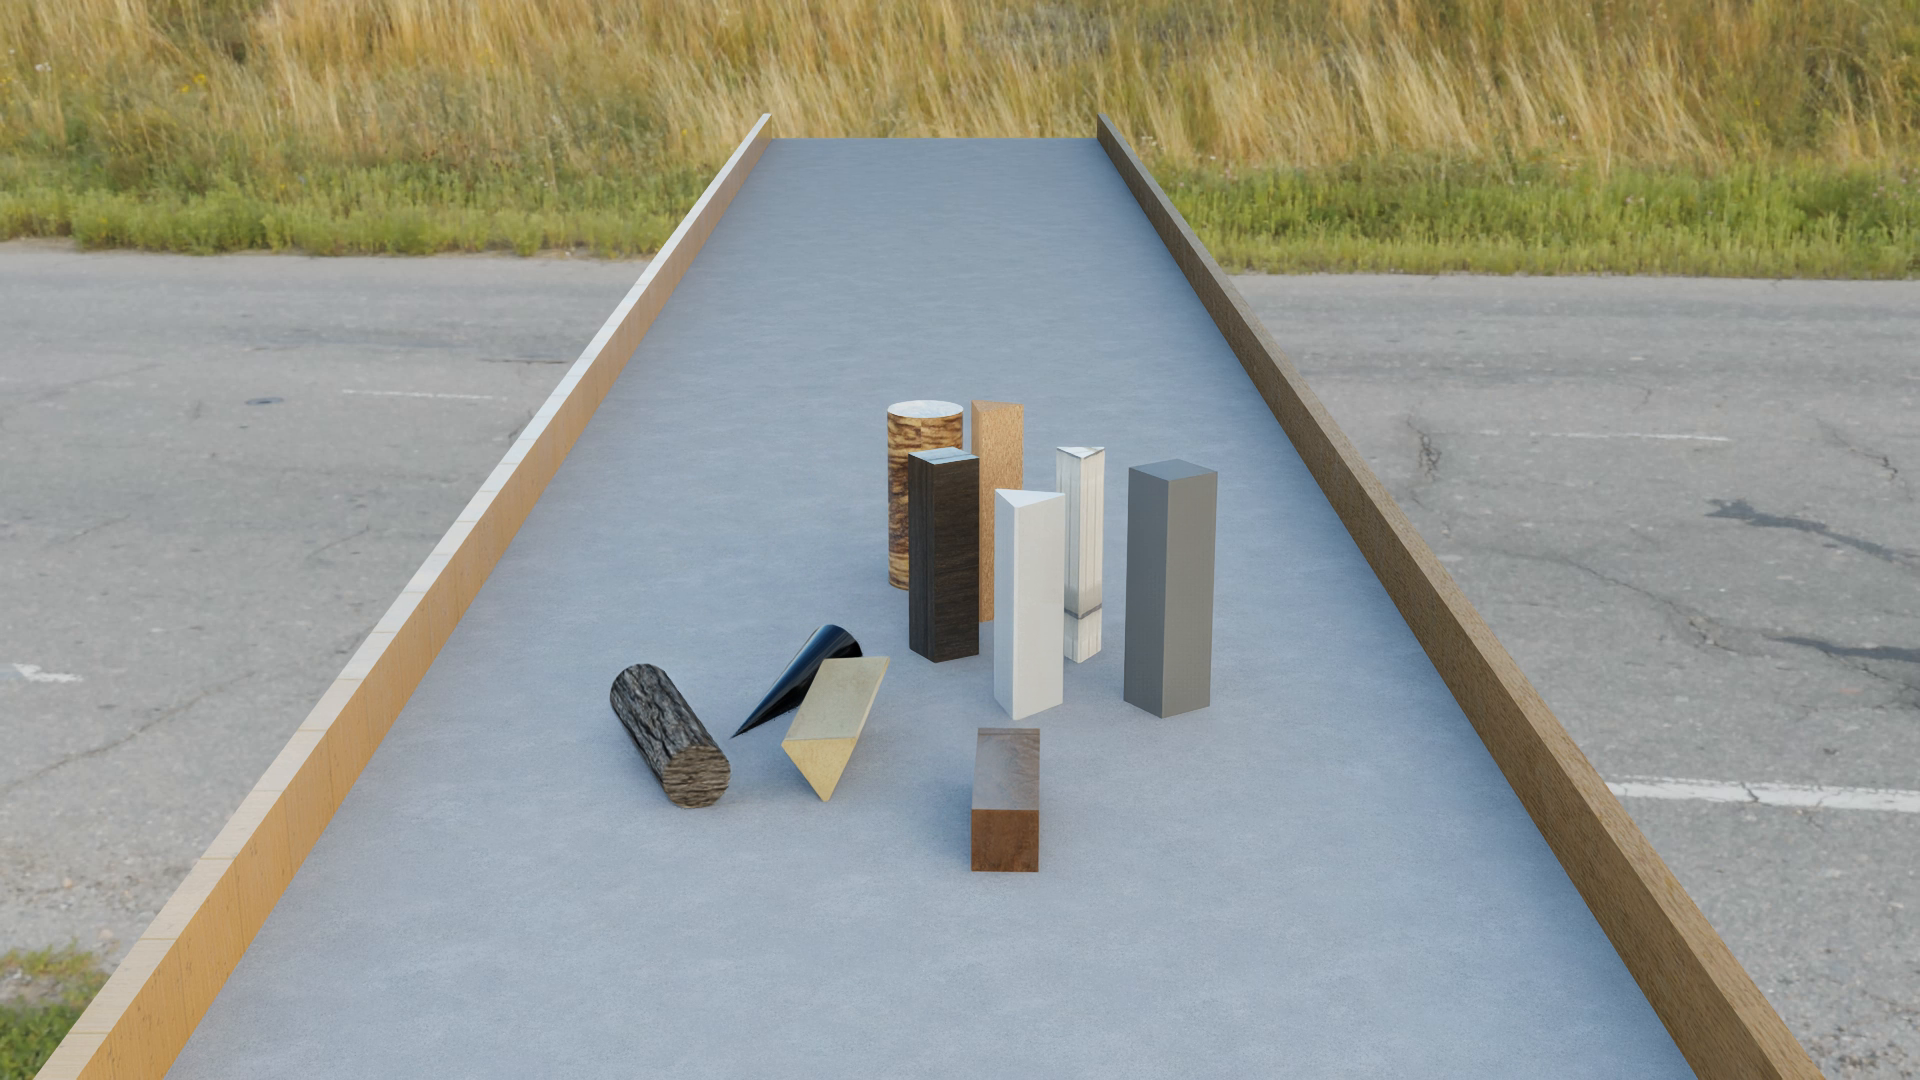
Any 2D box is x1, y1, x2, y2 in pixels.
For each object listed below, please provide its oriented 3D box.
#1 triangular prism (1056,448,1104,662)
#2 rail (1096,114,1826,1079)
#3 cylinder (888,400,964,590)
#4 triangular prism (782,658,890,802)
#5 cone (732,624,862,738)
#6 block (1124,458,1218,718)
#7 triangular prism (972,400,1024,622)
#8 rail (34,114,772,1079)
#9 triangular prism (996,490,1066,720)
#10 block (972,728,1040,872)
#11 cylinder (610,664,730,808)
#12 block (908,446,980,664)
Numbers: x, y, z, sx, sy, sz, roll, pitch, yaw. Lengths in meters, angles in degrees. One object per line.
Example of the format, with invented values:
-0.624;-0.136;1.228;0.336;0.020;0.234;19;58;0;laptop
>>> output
0.227;0.025;4.397;0.081;0.424;0.093;10;19;29;triangular prism
0.932;-0.844;7.801;0.050;0.150;12.000;0;17;-1;rail
-0.076;-0.098;4.863;0.167;0.394;0.167;0;17;0;cylinder
-0.197;0.306;3.905;0.110;0.127;0.414;-33;10;14;triangular prism
-0.330;0.292;4.139;0.123;0.123;0.358;10;29;29;cone
0.393;0.090;4.116;0.116;0.460;0.116;-11;20;-32;block
0.057;-0.065;4.648;0.114;0.455;0.099;-13;21;-37;triangular prism
-1.118;-0.838;7.780;0.050;0.150;12.000;0;17;-1;rail
0.108;0.114;4.122;0.114;0.412;0.132;16;23;42;triangular prism
0.077;0.423;3.619;0.106;0.106;0.347;1;17;2;block
-0.515;0.340;3.879;0.116;0.116;0.424;-6;18;-20;cylinder
-0.032;0.030;4.406;0.103;0.411;0.103;-10;19;-30;block
